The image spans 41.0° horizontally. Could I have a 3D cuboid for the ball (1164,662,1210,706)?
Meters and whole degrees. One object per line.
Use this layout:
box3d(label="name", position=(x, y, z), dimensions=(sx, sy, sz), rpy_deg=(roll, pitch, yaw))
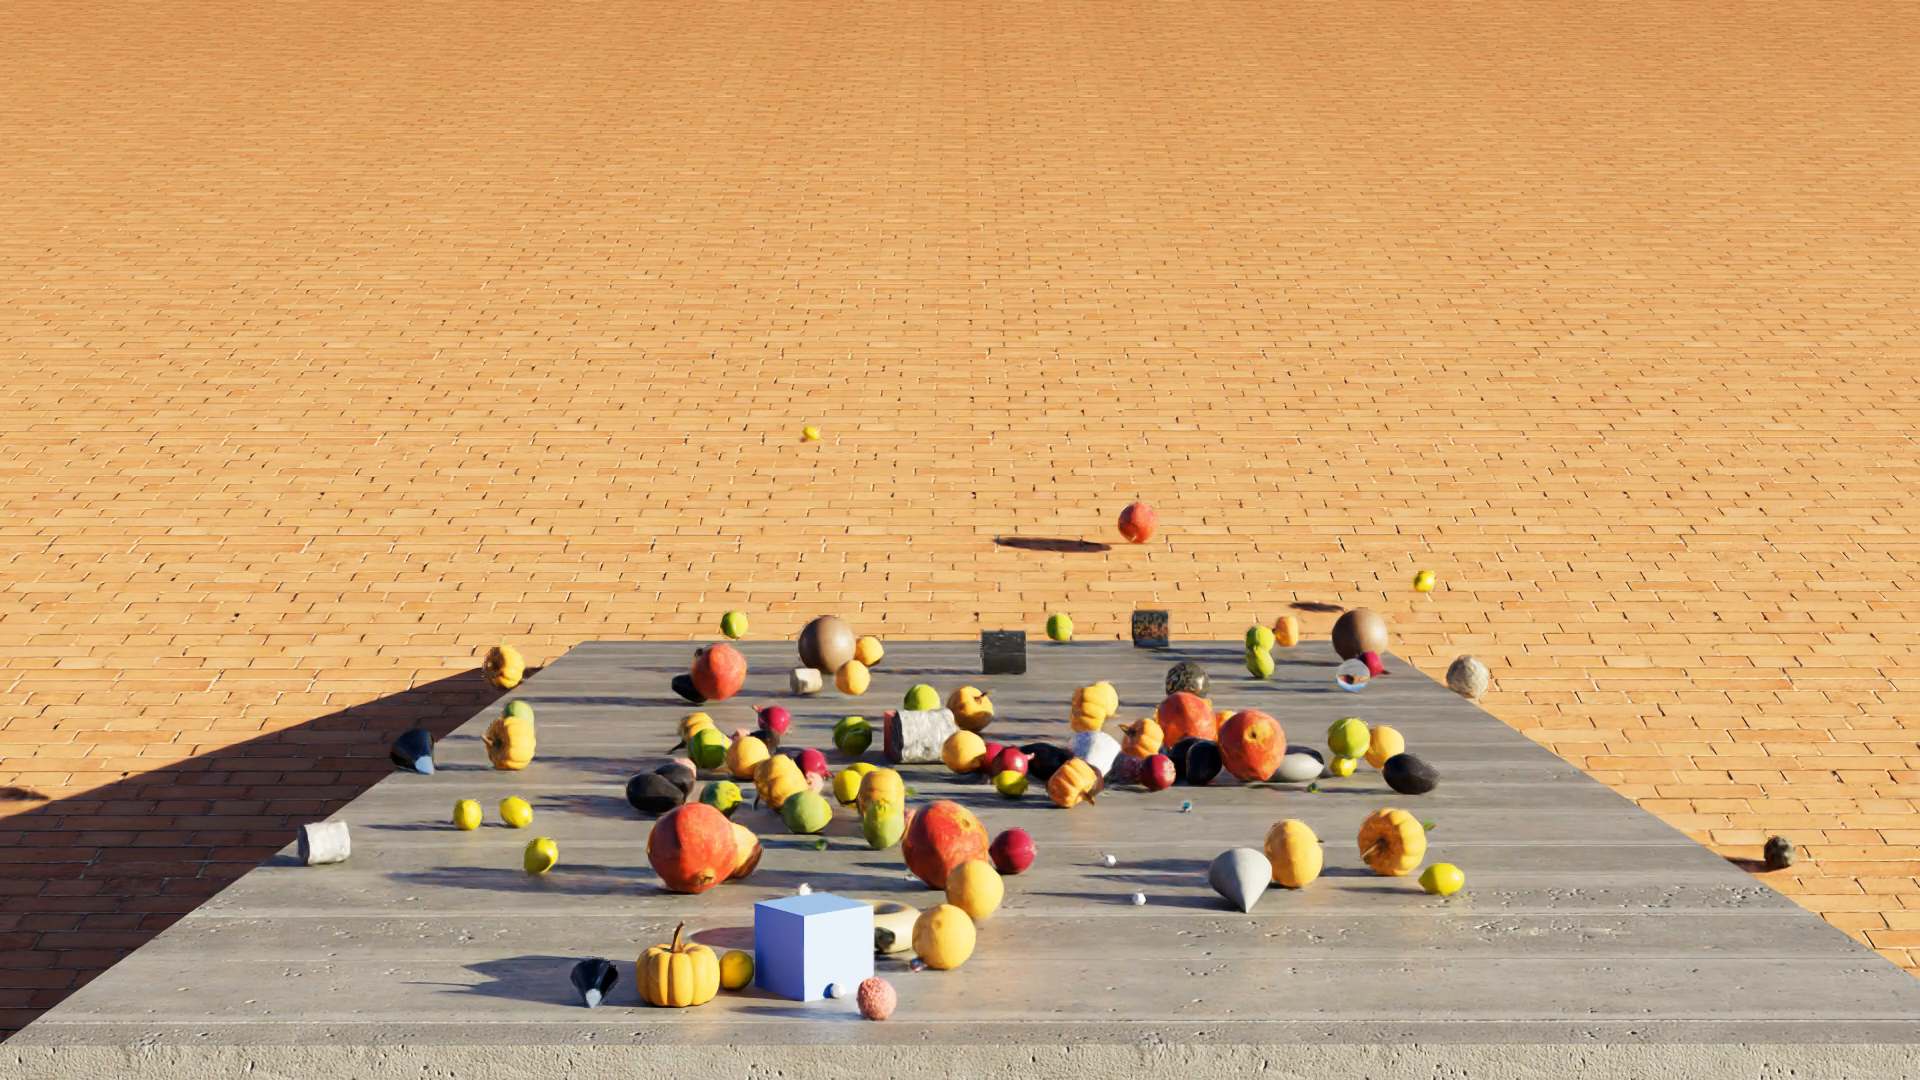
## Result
box3d(label="ball", position=(0.457, 0.292, 5.182), dimensions=(0.090, 0.090, 0.090), rpy_deg=(0, 20, 0))

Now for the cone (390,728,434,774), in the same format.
box3d(label="cone", position=(-0.903, 0.372, 4.315), dimensions=(0.080, 0.080, 0.080), rpy_deg=(-14, 38, -34))

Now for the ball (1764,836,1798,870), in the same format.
box3d(label="ball", position=(1.774, 0.677, 5.554), dimensions=(0.071, 0.071, 0.071), rpy_deg=(0, 20, 0))

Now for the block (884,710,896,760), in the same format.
box3d(label="block", position=(-0.087, 0.341, 4.491), dimensions=(0.076, 0.076, 0.076), rpy_deg=(-1, 4, -15))

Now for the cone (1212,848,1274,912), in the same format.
box3d(label="cone", position=(0.353, 0.440, 3.197), dimensions=(0.080, 0.080, 0.080), rpy_deg=(1, 37, 4))

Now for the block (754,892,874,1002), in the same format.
box3d(label="block", position=(-0.158, 0.438, 2.771), dimensions=(0.091, 0.091, 0.091), rpy_deg=(-3, 5, -39))

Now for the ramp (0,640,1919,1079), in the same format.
box3d(label="ramp", position=(0.047, 0.426, 4.533), dimensions=(2.000, 0.100, 4.000), rpy_deg=(0, 3, 0))

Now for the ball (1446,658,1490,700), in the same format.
box3d(label="ball", position=(1.116, 0.304, 5.645), dimensions=(0.093, 0.093, 0.093), rpy_deg=(0, 20, 0))

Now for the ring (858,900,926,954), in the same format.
box3d(label="ring", position=(-0.106, 0.449, 2.984), dimensions=(0.134, 0.045, 0.134), rpy_deg=(1, 4, 0))

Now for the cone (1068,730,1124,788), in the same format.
box3d(label="cone", position=(0.209, 0.376, 4.182), dimensions=(0.096, 0.096, 0.096), rpy_deg=(6, 32, 17))

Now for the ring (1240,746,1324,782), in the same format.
box3d(label="ring", position=(0.533, 0.371, 4.253), dimensions=(0.137, 0.046, 0.137), rpy_deg=(-1, 4, 0))

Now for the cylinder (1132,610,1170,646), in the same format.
box3d(label="cylinder", position=(0.474, 0.220, 6.360), dimensions=(0.087, 0.087, 0.087), rpy_deg=(-2, 20, 10))

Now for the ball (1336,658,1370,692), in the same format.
box3d(label="ball", position=(0.831, 0.286, 5.426), dimensions=(0.070, 0.070, 0.070), rpy_deg=(0, 20, 0))

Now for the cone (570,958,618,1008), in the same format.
box3d(label="cone", position=(-0.386, 0.477, 2.704), dimensions=(0.050, 0.050, 0.050), rpy_deg=(-2, 30, -5))

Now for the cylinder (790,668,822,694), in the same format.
box3d(label="cylinder", position=(-0.325, 0.297, 5.405), dimensions=(0.052, 0.052, 0.052), rpy_deg=(-2, 19, -21))
